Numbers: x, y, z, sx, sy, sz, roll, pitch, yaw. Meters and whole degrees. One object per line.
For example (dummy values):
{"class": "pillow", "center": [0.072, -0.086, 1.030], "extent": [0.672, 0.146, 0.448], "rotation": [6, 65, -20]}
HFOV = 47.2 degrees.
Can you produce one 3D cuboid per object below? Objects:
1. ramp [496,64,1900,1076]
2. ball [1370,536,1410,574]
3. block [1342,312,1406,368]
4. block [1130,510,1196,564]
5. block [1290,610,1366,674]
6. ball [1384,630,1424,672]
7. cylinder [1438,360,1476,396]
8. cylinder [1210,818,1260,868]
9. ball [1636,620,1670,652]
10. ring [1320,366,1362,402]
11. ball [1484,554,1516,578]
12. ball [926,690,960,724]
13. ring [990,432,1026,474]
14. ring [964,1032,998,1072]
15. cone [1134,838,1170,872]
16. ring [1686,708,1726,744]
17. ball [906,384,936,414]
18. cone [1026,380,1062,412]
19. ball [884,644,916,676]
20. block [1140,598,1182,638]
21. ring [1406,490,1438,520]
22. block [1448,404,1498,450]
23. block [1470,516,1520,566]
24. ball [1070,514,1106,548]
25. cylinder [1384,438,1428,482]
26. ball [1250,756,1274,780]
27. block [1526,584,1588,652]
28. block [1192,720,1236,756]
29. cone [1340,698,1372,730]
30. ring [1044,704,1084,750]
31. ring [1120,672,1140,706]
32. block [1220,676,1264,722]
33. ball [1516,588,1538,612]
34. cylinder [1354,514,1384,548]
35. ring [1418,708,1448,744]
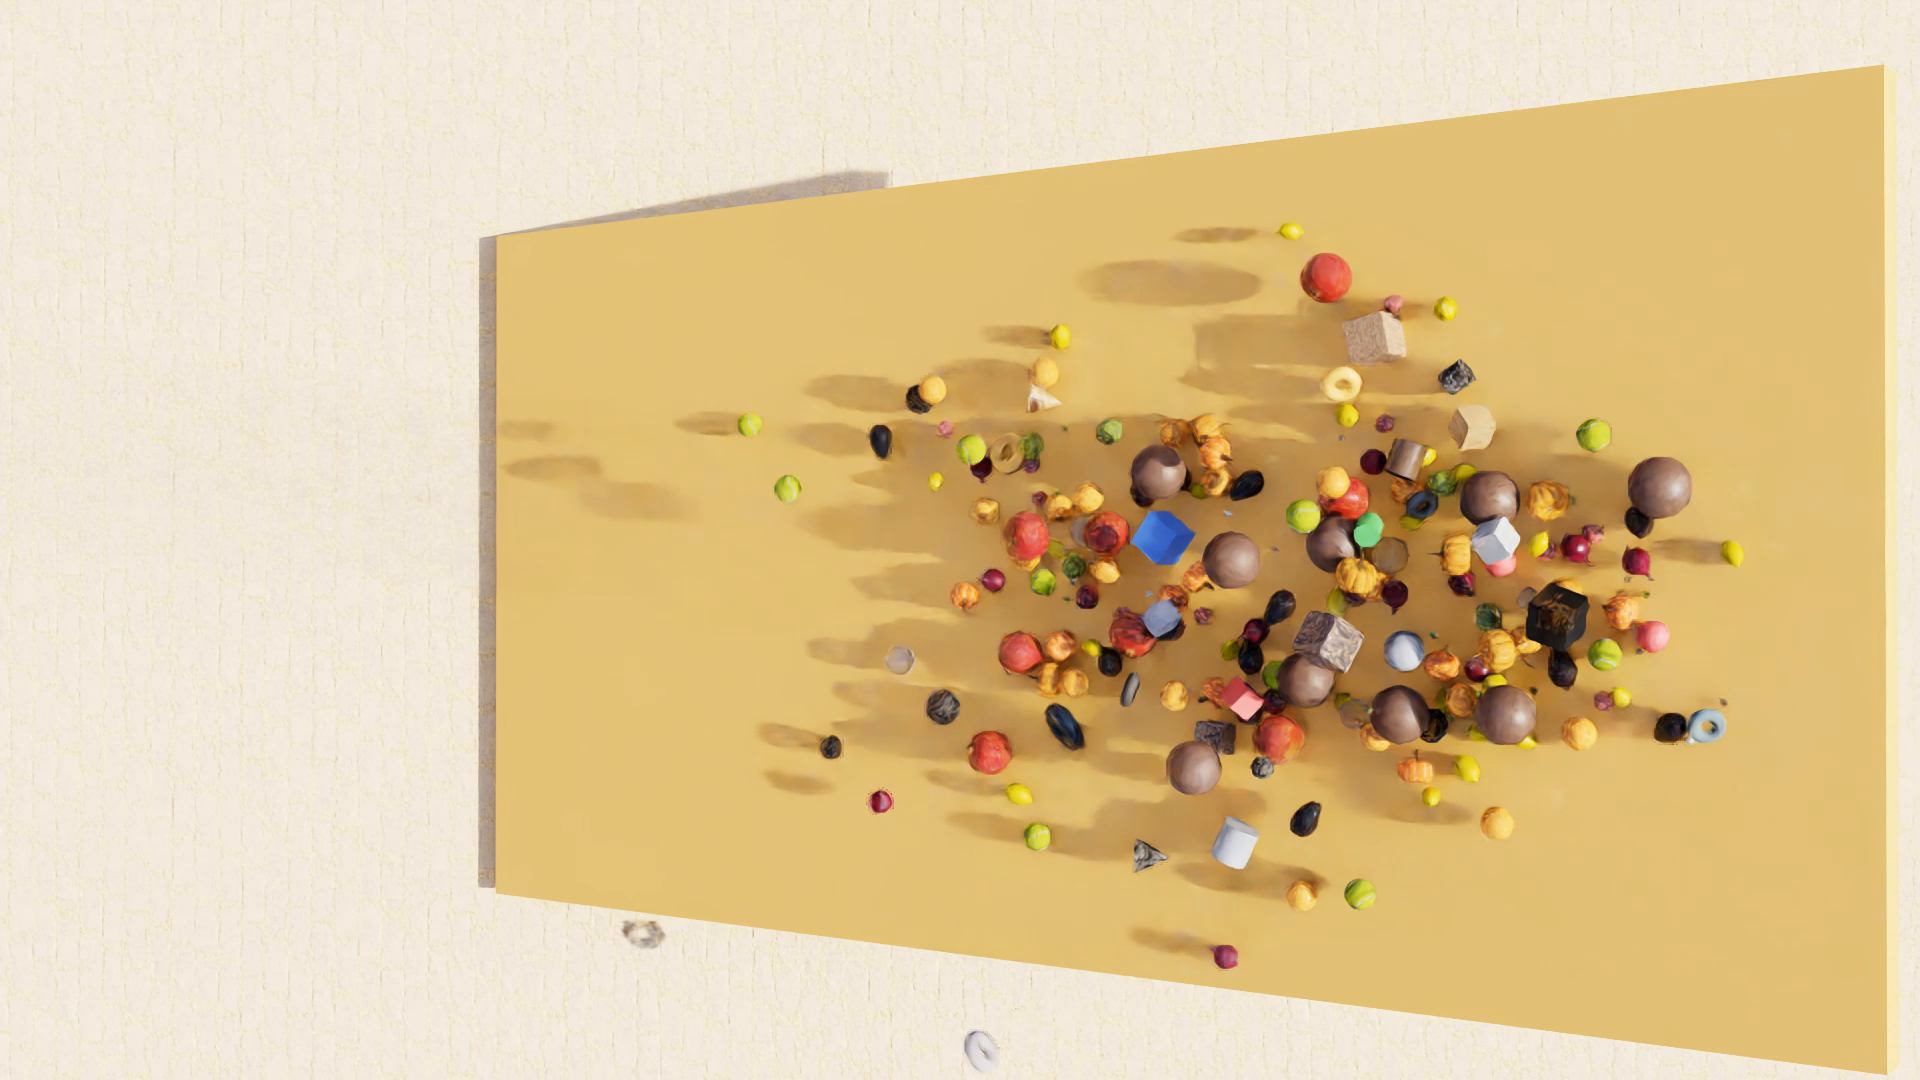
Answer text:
{"class": "ramp", "center": [0.239, 0.066, 5.561], "extent": [4.000, 0.100, 2.000], "rotation": [0, 89, 36]}
{"class": "ball", "center": [0.960, 0.034, 4.911], "extent": [0.084, 0.084, 0.084], "rotation": [0, 90, 0]}
{"class": "block", "center": [0.932, -0.451, 4.943], "extent": [0.097, 0.097, 0.097], "rotation": [-14, 81, 35]}
{"class": "block", "center": [0.486, -0.005, 5.265], "extent": [0.091, 0.091, 0.091], "rotation": [43, 113, 28]}
{"class": "block", "center": [0.805, 0.223, 4.812], "extent": [0.094, 0.094, 0.094], "rotation": [35, 78, -29]}
{"class": "ball", "center": [0.978, 0.244, 4.843], "extent": [0.090, 0.090, 0.090], "rotation": [0, 90, 0]}
{"class": "cylinder", "center": [1.095, -0.358, 4.849], "extent": [0.057, 0.057, 0.057], "rotation": [-40, 90, 32]}
{"class": "cylinder", "center": [0.644, 0.709, 5.146], "extent": [0.087, 0.087, 0.087], "rotation": [23, 103, 0]}
{"class": "ball", "center": [1.445, 0.201, 4.586], "extent": [0.067, 0.067, 0.067], "rotation": [0, 90, 0]}
{"class": "ring", "center": [0.863, -0.353, 4.981], "extent": [0.092, 0.031, 0.092], "rotation": [1, 129, 1]}
{"class": "ball", "center": [1.173, 0.046, 4.782], "extent": [0.070, 0.070, 0.070], "rotation": [0, 90, 0]}
{"class": "ball", "center": [-0.043, 0.429, 5.645], "extent": [0.090, 0.090, 0.090], "rotation": [0, 90, 0]}
{"class": "ring", "center": [0.123, -0.219, 5.564], "extent": [0.105, 0.035, 0.105], "rotation": [0, 90, 35]}
{"class": "ring", "center": [0.055, 1.307, 5.615], "extent": [0.037, 0.112, 0.112], "rotation": [-37, 90, 27]}
{"class": "cone", "center": [0.466, 0.763, 5.299], "extent": [0.083, 0.083, 0.083], "rotation": [1, 90, 15]}
{"class": "ring", "center": [1.529, 0.381, 4.504], "extent": [0.080, 0.027, 0.080], "rotation": [3, 117, 6]}
{"class": "ball", "center": [-0.104, -0.365, 5.702], "extent": [0.077, 0.077, 0.077], "rotation": [0, 90, 0]}
{"class": "cone", "center": [0.219, -0.347, 5.494], "extent": [0.085, 0.085, 0.085], "rotation": [17, 90, 15]}
{"class": "ball", "center": [-0.156, 0.313, 5.733], "extent": [0.081, 0.081, 0.081], "rotation": [0, 90, 0]}
{"class": "block", "center": [0.474, 0.183, 5.171], "extent": [0.058, 0.058, 0.058], "rotation": [-20, 65, -35]}
{"class": "ring", "center": [1.025, -0.078, 4.875], "extent": [0.075, 0.025, 0.075], "rotation": [-8, 130, -10]}
{"class": "block", "center": [1.118, -0.246, 4.798], "extent": [0.068, 0.068, 0.068], "rotation": [-6, 48, -16]}
{"class": "block", "center": [1.144, 0.001, 4.700], "extent": [0.066, 0.066, 0.066], "rotation": [51, 48, -12]}
{"class": "ball", "center": [0.313, -0.021, 5.394], "extent": [0.086, 0.086, 0.086], "rotation": [0, 90, 0]}
{"class": "cylinder", "center": [0.980, -0.176, 4.836], "extent": [0.076, 0.076, 0.076], "rotation": [21, 91, 0]}
{"class": "ball", "center": [0.688, 0.518, 5.005], "extent": [0.052, 0.052, 0.052], "rotation": [0, 90, 0]}
{"class": "block", "center": [1.252, 0.163, 4.612], "extent": [0.090, 0.090, 0.090], "rotation": [23, 132, 35]}
{"class": "block", "center": [0.601, 0.467, 5.191], "extent": [0.071, 0.071, 0.071], "rotation": [10, 95, 35]}
{"class": "cone", "center": [0.897, 0.403, 4.960], "extent": [0.072, 0.072, 0.072], "rotation": [1, 103, 2]}
{"class": "ring", "center": [0.257, 0.460, 5.415], "extent": [0.044, 0.131, 0.131], "rotation": [-35, 90, -16]}
{"class": "ring", "center": [0.408, 0.359, 5.267], "extent": [0.029, 0.087, 0.087], "rotation": [20, 90, 10]}
{"class": "block", "center": [0.653, 0.367, 5.093], "extent": [0.062, 0.062, 0.062], "rotation": [38, 96, -31]}
{"class": "ball", "center": [1.228, 0.129, 4.752], "extent": [0.053, 0.053, 0.053], "rotation": [0, 90, 0]}
{"class": "cylinder", "center": [0.897, -0.021, 4.832], "extent": [0.057, 0.057, 0.057], "rotation": [8, 119, 16]}
{"class": "ring", "center": [1.049, 0.413, 4.884], "extent": [0.026, 0.079, 0.079], "rotation": [14, 89, -34]}
